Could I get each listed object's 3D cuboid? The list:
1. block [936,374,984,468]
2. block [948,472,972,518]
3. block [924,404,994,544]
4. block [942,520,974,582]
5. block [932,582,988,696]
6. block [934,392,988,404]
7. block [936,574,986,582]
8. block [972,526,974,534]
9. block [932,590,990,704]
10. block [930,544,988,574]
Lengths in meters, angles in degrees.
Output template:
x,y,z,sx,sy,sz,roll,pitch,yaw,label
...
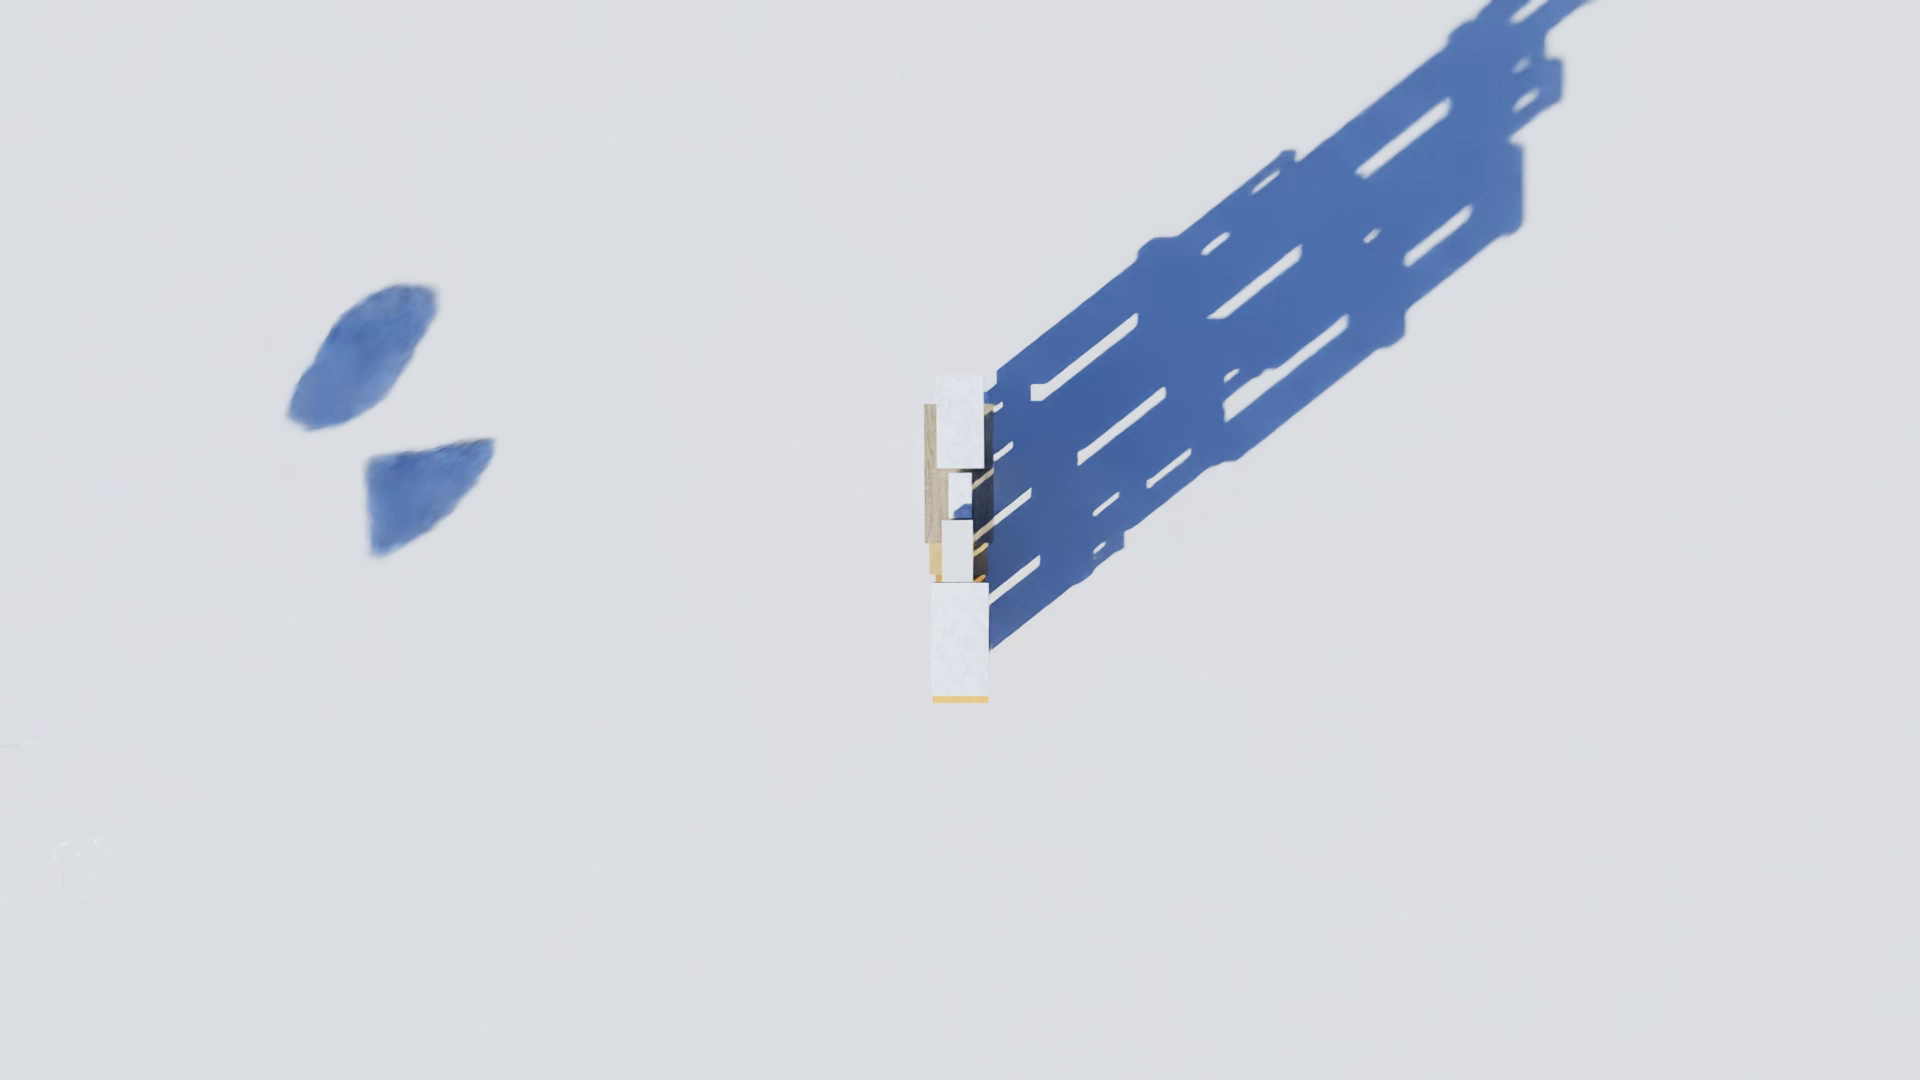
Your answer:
x,y,z,sx,sy,sz,roll,pitch,yaw,label
0.001,-0.277,3.865,0.109,0.031,0.219,-1,90,0,block
0.001,-0.107,3.982,0.055,0.016,0.110,0,90,0,block
-0.003,-0.165,4.124,0.173,0.049,0.347,0,90,0,block
-0.006,0.026,3.942,0.073,0.021,0.147,0,90,0,block
0.001,0.245,4.085,0.140,0.040,0.279,0,90,0,block
0.004,-0.274,4.948,0.165,0.047,0.330,0,90,0,block
0.002,0.042,4.882,0.147,0.042,0.293,0,90,0,block
-0.005,-0.022,4.026,0.073,0.147,0.021,0,90,0,block
0.003,0.284,4.405,0.149,0.042,0.299,0,90,0,block
-0.003,-0.065,4.518,0.160,0.045,0.320,0,90,0,block
